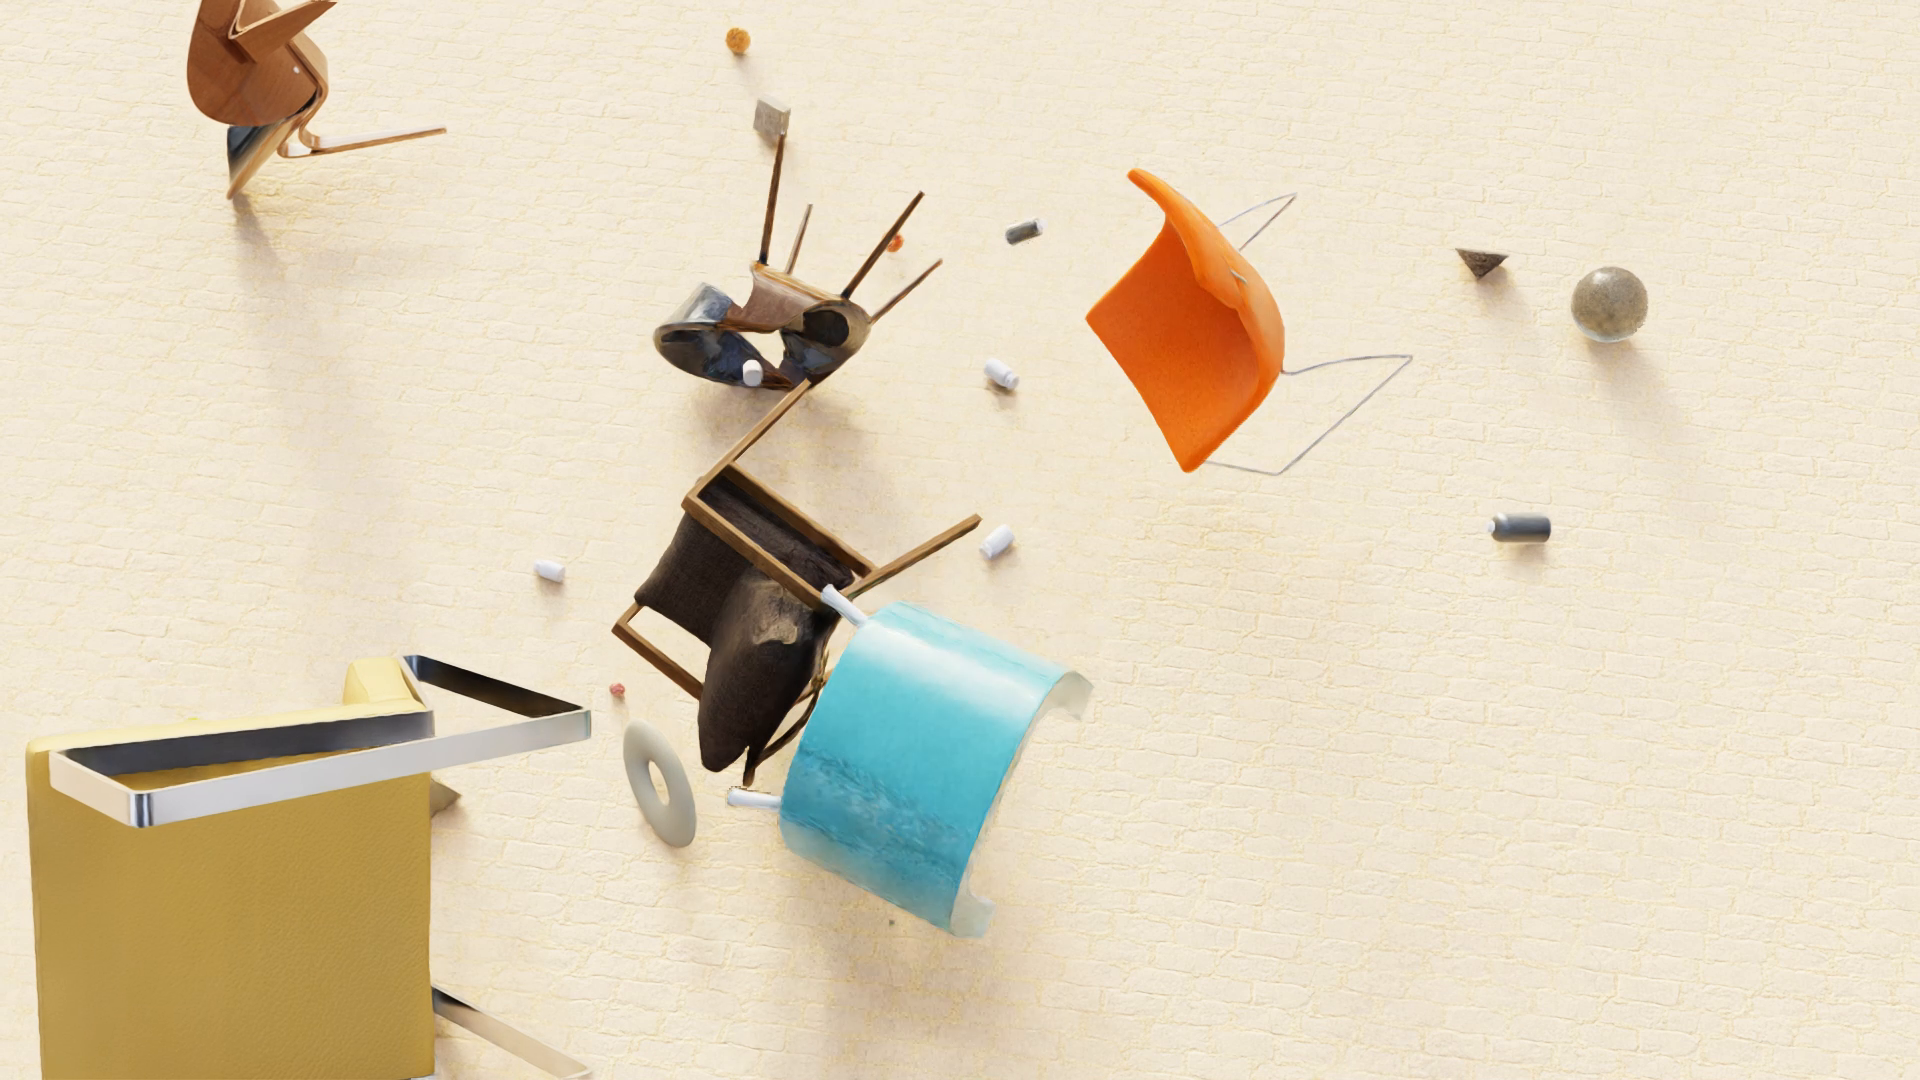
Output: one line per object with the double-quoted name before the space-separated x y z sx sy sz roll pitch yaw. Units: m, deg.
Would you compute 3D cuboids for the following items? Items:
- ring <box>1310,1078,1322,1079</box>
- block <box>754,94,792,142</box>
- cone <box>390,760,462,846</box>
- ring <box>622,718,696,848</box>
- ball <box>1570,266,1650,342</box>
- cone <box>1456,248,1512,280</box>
"ring" 0.867 1.505 5.361 0.075 0.349 0.407 9 34 -10
"block" -0.637 -1.430 7.456 0.109 0.119 0.049 32 43 19
"cone" -1.507 0.746 6.030 0.204 0.140 0.215 29 80 -3
"ring" -0.823 0.663 6.014 0.050 0.225 0.393 -9 62 -45
"ball" 2.046 -0.742 6.927 0.240 0.240 0.240 0 56 0
"cone" 1.689 -0.888 7.130 0.181 0.094 0.188 10 12 18
